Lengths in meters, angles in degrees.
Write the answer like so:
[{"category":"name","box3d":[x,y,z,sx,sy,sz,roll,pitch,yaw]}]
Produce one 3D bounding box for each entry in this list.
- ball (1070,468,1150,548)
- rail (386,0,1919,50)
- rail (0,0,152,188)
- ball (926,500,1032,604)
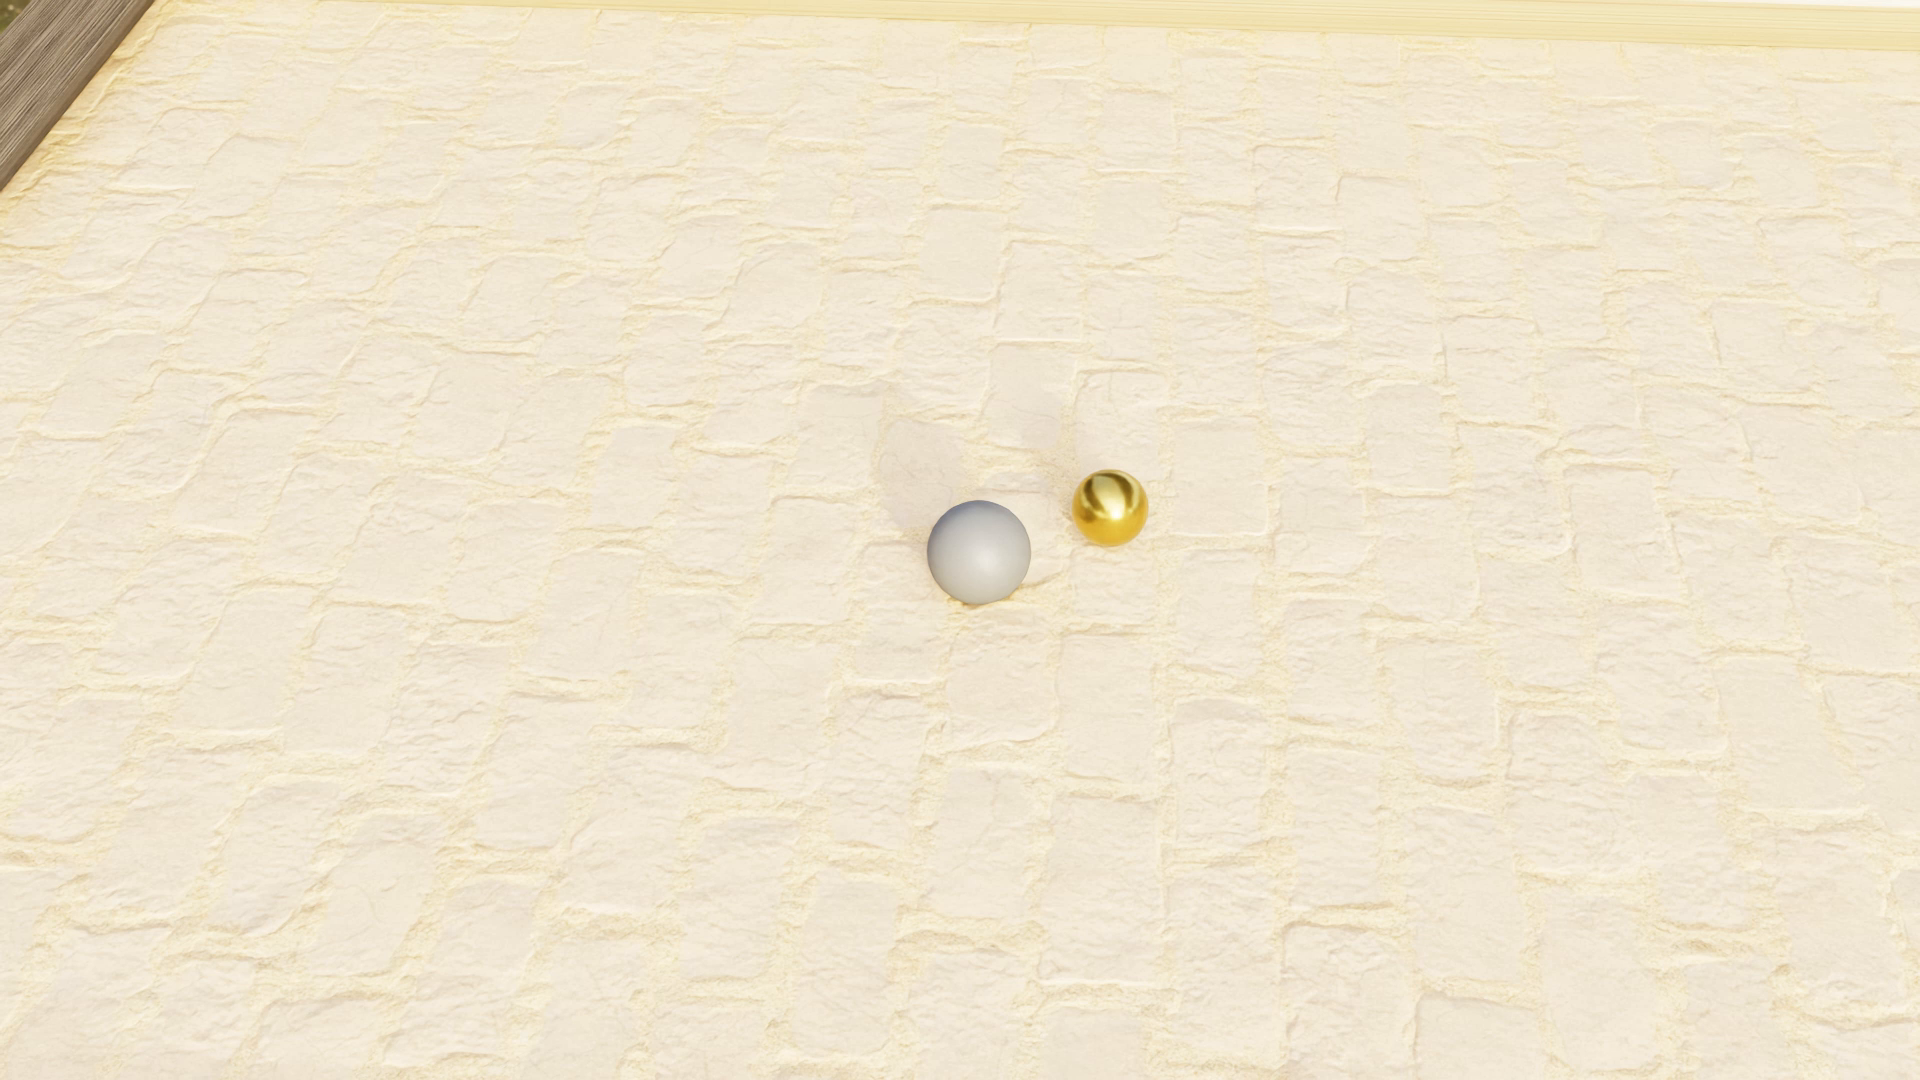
[{"category":"ball","box3d":[0.105,-0.023,1.799,0.055,0.055,0.055,0,36,0]},{"category":"rail","box3d":[0.947,-0.506,2.422,3.523,0.116,0.045,3,36,4]},{"category":"rail","box3d":[-0.855,-0.060,1.798,0.045,0.116,1.851,3,36,4]},{"category":"ball","box3d":[0.013,0.008,1.742,0.071,0.071,0.071,0,36,0]}]
